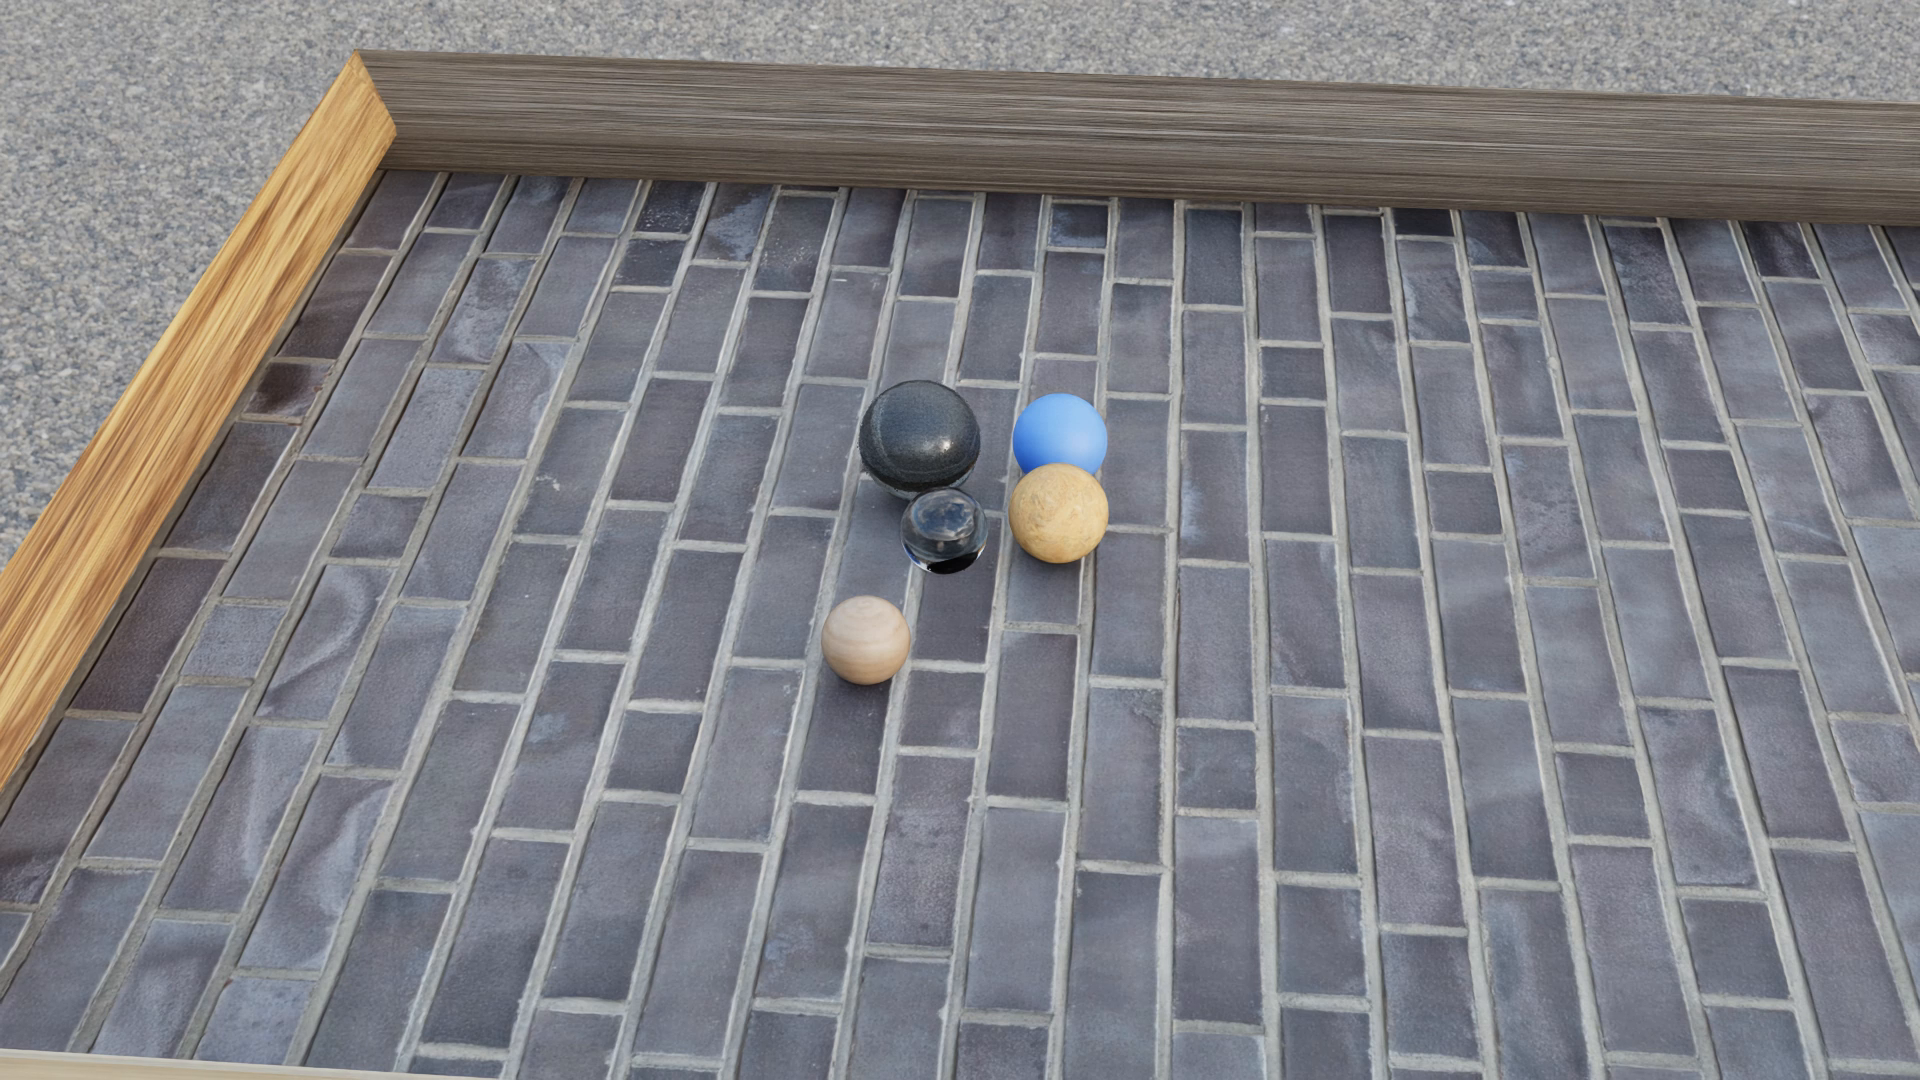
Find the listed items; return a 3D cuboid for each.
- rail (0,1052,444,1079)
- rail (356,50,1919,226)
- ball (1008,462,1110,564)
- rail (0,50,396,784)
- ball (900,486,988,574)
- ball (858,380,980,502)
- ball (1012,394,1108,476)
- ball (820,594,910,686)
[{"bbox_3d":[0.593,0.371,1.379,2.591,0.128,0.045,3,35,4],"label":"rail"},{"bbox_3d":[0.698,-0.354,2.434,2.591,0.128,0.045,3,35,4],"label":"rail"},{"bbox_3d":[0.077,-0.021,1.995,0.079,0.079,0.079,0,34,0],"label":"ball"},{"bbox_3d":[-0.622,-0.050,1.992,0.045,0.128,1.332,3,35,4],"label":"rail"},{"bbox_3d":[-0.012,-0.008,1.984,0.069,0.069,0.069,0,34,0],"label":"ball"},{"bbox_3d":[-0.032,-0.080,2.063,0.098,0.098,0.098,0,34,0],"label":"ball"},{"bbox_3d":[0.081,-0.080,2.082,0.078,0.078,0.078,0,34,0],"label":"ball"},{"bbox_3d":[-0.069,0.073,1.869,0.066,0.066,0.066,0,34,0],"label":"ball"}]
